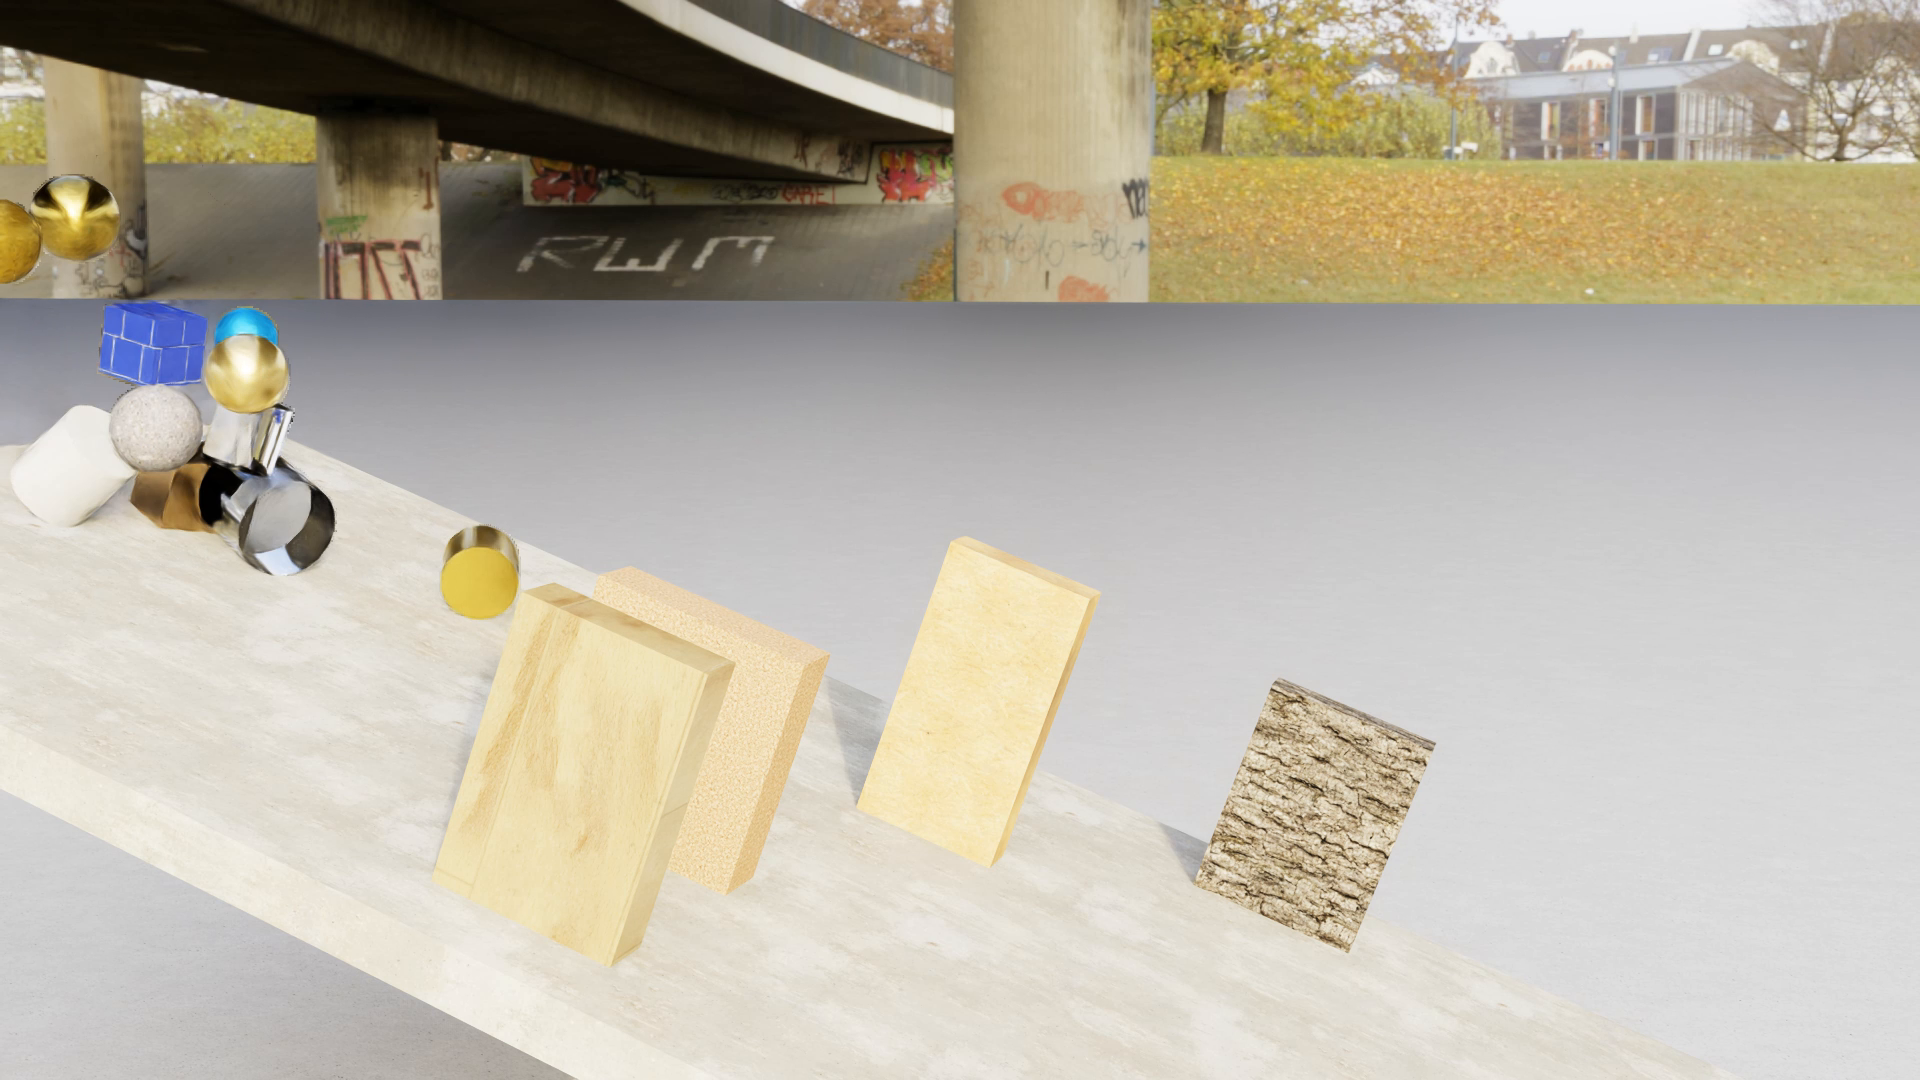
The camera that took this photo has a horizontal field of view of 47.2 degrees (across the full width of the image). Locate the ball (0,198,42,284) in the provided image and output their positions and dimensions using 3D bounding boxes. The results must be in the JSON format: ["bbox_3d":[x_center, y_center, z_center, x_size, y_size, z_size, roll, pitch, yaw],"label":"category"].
[{"bbox_3d":[-1.818,-0.562,4.139,0.163,0.163,0.163,0,7,0],"label":"ball"}]

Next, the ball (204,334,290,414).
[{"bbox_3d":[-1.329,-0.309,4.099,0.151,0.151,0.151,0,7,0],"label":"ball"}]

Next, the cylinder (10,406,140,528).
[{"bbox_3d":[-1.776,-0.148,4.422,0.177,0.177,0.177,-37,-5,19],"label":"cylinder"}]

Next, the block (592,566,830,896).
[{"bbox_3d":[-0.497,0.331,3.868,0.405,0.439,0.126,23,13,13],"label":"block"}]

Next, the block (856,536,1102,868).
[{"bbox_3d":[0.035,0.322,4.389,0.299,0.585,0.098,23,13,13],"label":"block"}]

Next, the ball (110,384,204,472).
[{"bbox_3d":[-1.608,-0.223,4.402,0.177,0.177,0.177,0,7,0],"label":"ball"}]

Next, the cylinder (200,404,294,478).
[{"bbox_3d":[-1.452,-0.218,4.479,0.143,0.143,0.143,19,3,-1],"label":"cylinder"}]

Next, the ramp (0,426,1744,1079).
[{"bbox_3d":[-0.331,0.605,4.210,4.000,0.100,2.000,23,13,13],"label":"ramp"}]

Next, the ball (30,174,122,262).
[{"bbox_3d":[-1.859,-0.677,4.622,0.179,0.179,0.179,0,7,0],"label":"ball"}]

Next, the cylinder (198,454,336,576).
[{"bbox_3d":[-1.459,-0.063,4.629,0.210,0.210,0.210,-6,26,-41],"label":"cylinder"}]

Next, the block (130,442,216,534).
[{"bbox_3d":[-1.653,-0.117,4.702,0.152,0.152,0.152,6,18,-47],"label":"block"}]

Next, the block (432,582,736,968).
[{"bbox_3d":[-0.591,0.364,3.438,0.329,0.500,0.108,23,13,13],"label":"block"}]

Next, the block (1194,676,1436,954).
[{"bbox_3d":[0.746,0.579,4.640,0.354,0.472,0.086,23,13,13],"label":"block"}]

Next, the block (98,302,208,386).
[{"bbox_3d":[-1.803,-0.437,4.918,0.151,0.151,0.151,17,14,21],"label":"block"}]

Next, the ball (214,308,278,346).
[{"bbox_3d":[-1.429,-0.404,4.402,0.120,0.120,0.120,0,7,0],"label":"ball"}]

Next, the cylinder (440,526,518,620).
[{"bbox_3d":[-1.047,0.070,4.797,0.163,0.163,0.163,-1,17,-11],"label":"cylinder"}]
